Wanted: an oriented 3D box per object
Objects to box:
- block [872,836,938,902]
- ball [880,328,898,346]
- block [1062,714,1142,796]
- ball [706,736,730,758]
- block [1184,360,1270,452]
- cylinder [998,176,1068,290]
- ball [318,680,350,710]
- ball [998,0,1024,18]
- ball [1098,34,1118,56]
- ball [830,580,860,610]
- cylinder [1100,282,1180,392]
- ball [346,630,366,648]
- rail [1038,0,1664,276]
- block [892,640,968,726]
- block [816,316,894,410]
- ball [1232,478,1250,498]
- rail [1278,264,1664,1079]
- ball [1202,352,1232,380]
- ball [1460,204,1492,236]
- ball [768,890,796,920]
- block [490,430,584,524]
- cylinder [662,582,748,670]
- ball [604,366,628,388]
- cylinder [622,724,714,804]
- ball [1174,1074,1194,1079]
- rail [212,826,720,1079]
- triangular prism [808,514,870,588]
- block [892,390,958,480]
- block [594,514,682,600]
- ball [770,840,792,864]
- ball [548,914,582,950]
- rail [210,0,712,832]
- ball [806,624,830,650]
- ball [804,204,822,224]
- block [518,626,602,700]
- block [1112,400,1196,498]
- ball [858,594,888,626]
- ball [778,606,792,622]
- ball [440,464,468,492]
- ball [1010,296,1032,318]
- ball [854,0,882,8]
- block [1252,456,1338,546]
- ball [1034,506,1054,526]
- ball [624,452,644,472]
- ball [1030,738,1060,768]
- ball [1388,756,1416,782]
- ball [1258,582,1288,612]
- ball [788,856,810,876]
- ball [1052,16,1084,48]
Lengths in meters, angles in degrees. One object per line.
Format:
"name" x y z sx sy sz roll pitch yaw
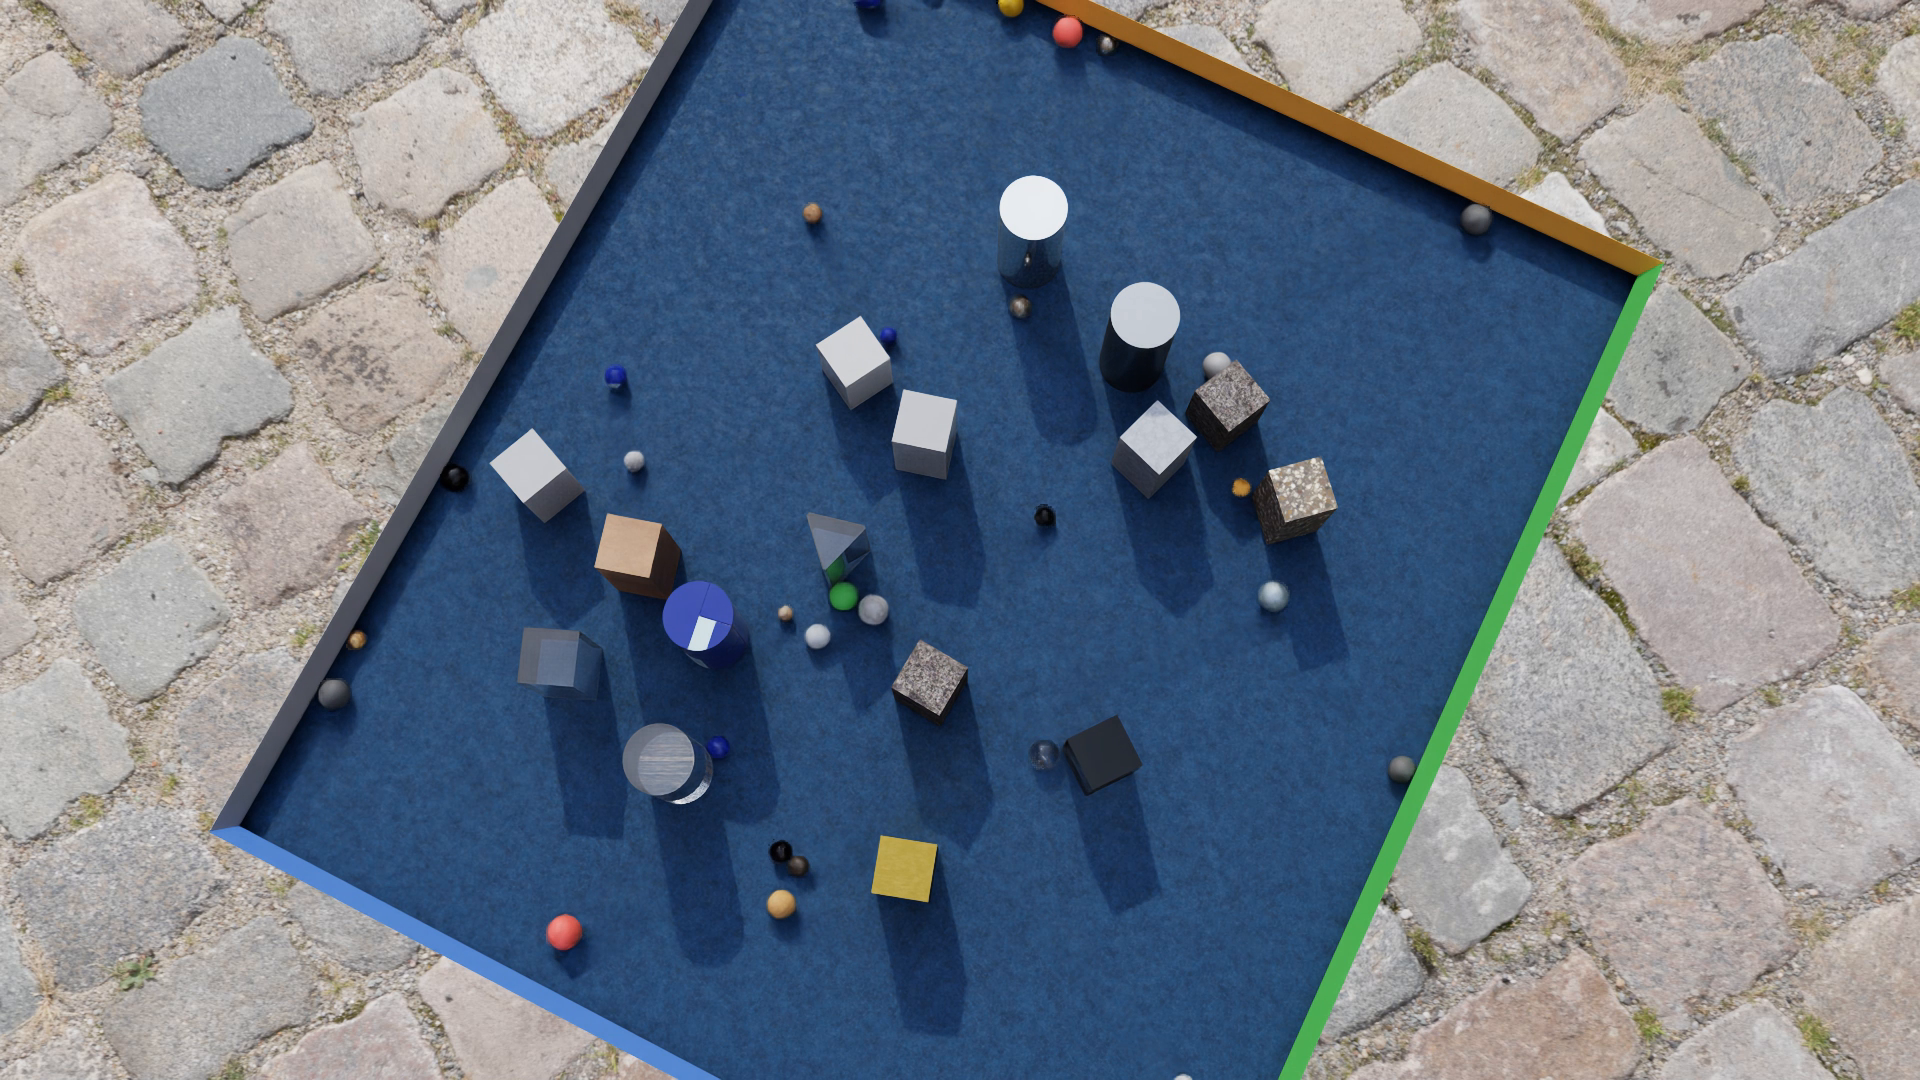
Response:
"block" -0.155 0.947 5.257 0.160 0.321 0.160 9 78 2
"ball" -0.223 -0.635 5.721 0.054 0.054 0.054 0 78 0
"block" 0.411 0.631 5.337 0.160 0.293 0.160 -26 79 -5
"ball" -0.720 0.616 5.454 0.070 0.070 0.070 0 78 0
"block" 0.811 -0.405 5.573 0.160 0.250 0.160 -37 81 -7
"cylinder" 0.217 -0.932 5.591 0.200 0.429 0.200 0 78 0
"ball" -1.870 0.461 5.474 0.092 0.092 0.092 0 78 0
"ball" 0.165 -1.735 5.933 0.083 0.083 0.083 0 78 0
"ball" 0.478 -1.597 5.913 0.067 0.067 0.067 0 78 0
"ball" -0.349 0.168 5.536 0.089 0.089 0.089 0 78 0
"cylinder" 0.535 -0.603 5.509 0.200 0.456 0.200 0 78 0
"ball" -1.820 0.299 5.525 0.059 0.059 0.059 0 78 0
"rail" 0.773 -1.507 5.861 3.116 0.130 0.045 26 80 5
"block" -0.087 0.422 5.372 0.160 0.309 0.160 30 80 6
"block" -0.319 -0.538 5.599 0.160 0.252 0.160 -34 80 -7
"ball" 0.862 -0.159 5.621 0.057 0.057 0.057 0 78 0
"rail" 1.373 0.679 5.409 0.045 0.130 3.503 26 80 5
"ball" 0.798 -0.537 5.681 0.091 0.091 0.091 0 78 0
"ball" 1.626 -1.010 5.776 0.097 0.097 0.097 0 78 0
"ball" -0.520 1.065 5.353 0.084 0.084 0.084 0 78 0
"block" -1.267 -0.190 5.513 0.160 0.281 0.160 -41 81 -8
"cylinder" -0.740 0.253 5.366 0.200 0.389 0.200 0 78 0
"ball" -1.068 -0.505 5.686 0.070 0.070 0.070 0 78 0
"cylinder" -0.837 0.648 5.280 0.200 0.397 0.200 0 78 0
"ball" 0.642 1.571 5.254 0.074 0.074 0.074 0 78 0
"rail" -0.773 1.520 5.235 3.116 0.130 0.045 26 80 5
"triangular prism" -0.386 0.007 5.449 0.150 0.326 0.173 43 81 8
"block" -0.104 -0.313 5.508 0.160 0.341 0.160 12 79 2
"block" -0.947 0.054 5.412 0.160 0.378 0.160 11 79 2
"ball" -0.526 0.917 5.393 0.067 0.067 0.067 0 78 0
"ball" -1.149 1.140 5.330 0.100 0.100 0.100 0 78 0
"rail" -1.373 -0.665 5.687 0.045 0.130 3.503 26 80 5
"ball" -0.428 0.291 5.518 0.076 0.076 0.076 0 78 0
"ball" -0.466 -1.031 5.799 0.060 0.060 0.060 0 78 0
"block" -1.167 0.366 5.365 0.160 0.344 0.160 4 78 1
"block" 0.580 -0.268 5.511 0.160 0.316 0.160 44 82 8
"ball" -0.262 0.210 5.526 0.093 0.093 0.093 0 78 0
"ball" -0.529 0.223 5.547 0.047 0.047 0.047 0 78 0
"ball" -1.548 -0.191 5.614 0.082 0.082 0.082 0 78 0
"ball" 0.191 -0.728 5.732 0.070 0.070 0.070 0 78 0
"ball" -0.298 -1.770 5.933 0.098 0.098 0.098 0 78 0
"block" 0.995 -0.114 5.473 0.160 0.327 0.160 -15 79 -3
"ball" 0.259 -0.071 5.600 0.062 0.062 0.062 0 78 0
"ball" -1.002 -0.241 5.635 0.062 0.062 0.062 0 78 0
"ball" 0.250 0.635 5.440 0.088 0.088 0.088 0 78 0
"ball" 1.312 0.679 5.435 0.081 0.081 0.081 0 78 0
"ball" 0.945 0.171 5.535 0.091 0.091 0.091 0 78 0
"ball" -0.473 0.957 5.387 0.062 0.062 0.062 0 78 0
"ball" 0.348 -1.635 5.905 0.098 0.098 0.098 0 78 0
